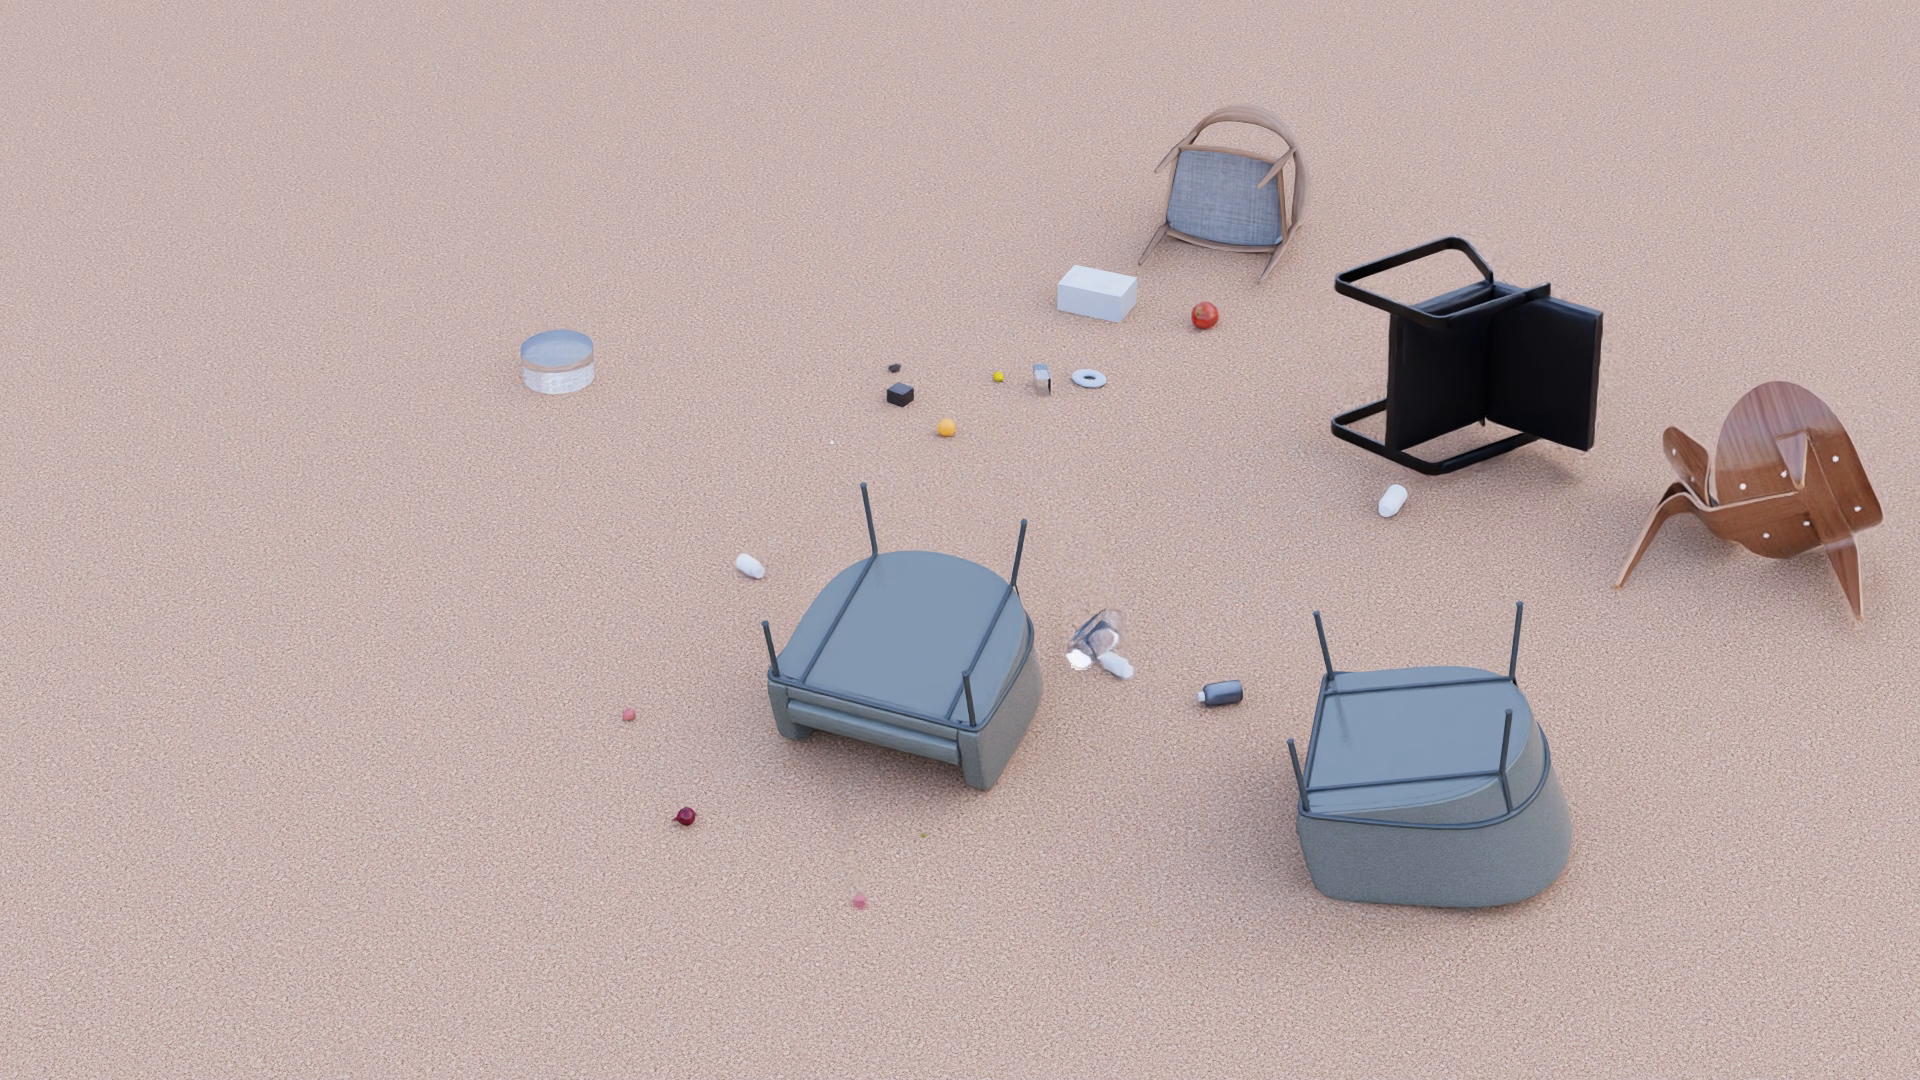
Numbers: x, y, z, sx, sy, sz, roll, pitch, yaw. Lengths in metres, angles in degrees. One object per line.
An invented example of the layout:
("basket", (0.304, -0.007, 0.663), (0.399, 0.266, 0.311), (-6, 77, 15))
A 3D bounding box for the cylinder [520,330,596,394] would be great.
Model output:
("cylinder", (-1.635, -0.725, 11.928), (0.295, 0.129, 0.300), (4, 34, 6))

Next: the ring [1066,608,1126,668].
("ring", (0.479, 0.341, 10.279), (0.281, 0.097, 0.186), (-45, 13, -33))

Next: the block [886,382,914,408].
("block", (-0.239, -0.584, 11.777), (0.079, 0.058, 0.075), (22, 39, 29))

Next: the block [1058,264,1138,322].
("block", (0.581, -1.043, 12.415), (0.286, 0.123, 0.187), (14, 36, 20))

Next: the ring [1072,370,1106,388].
("ring", (0.525, -0.657, 11.916), (0.149, 0.028, 0.120), (19, 39, 27))

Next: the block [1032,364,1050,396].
("block", (0.331, -0.646, 11.852), (0.055, 0.081, 0.125), (-4, 34, -6))
